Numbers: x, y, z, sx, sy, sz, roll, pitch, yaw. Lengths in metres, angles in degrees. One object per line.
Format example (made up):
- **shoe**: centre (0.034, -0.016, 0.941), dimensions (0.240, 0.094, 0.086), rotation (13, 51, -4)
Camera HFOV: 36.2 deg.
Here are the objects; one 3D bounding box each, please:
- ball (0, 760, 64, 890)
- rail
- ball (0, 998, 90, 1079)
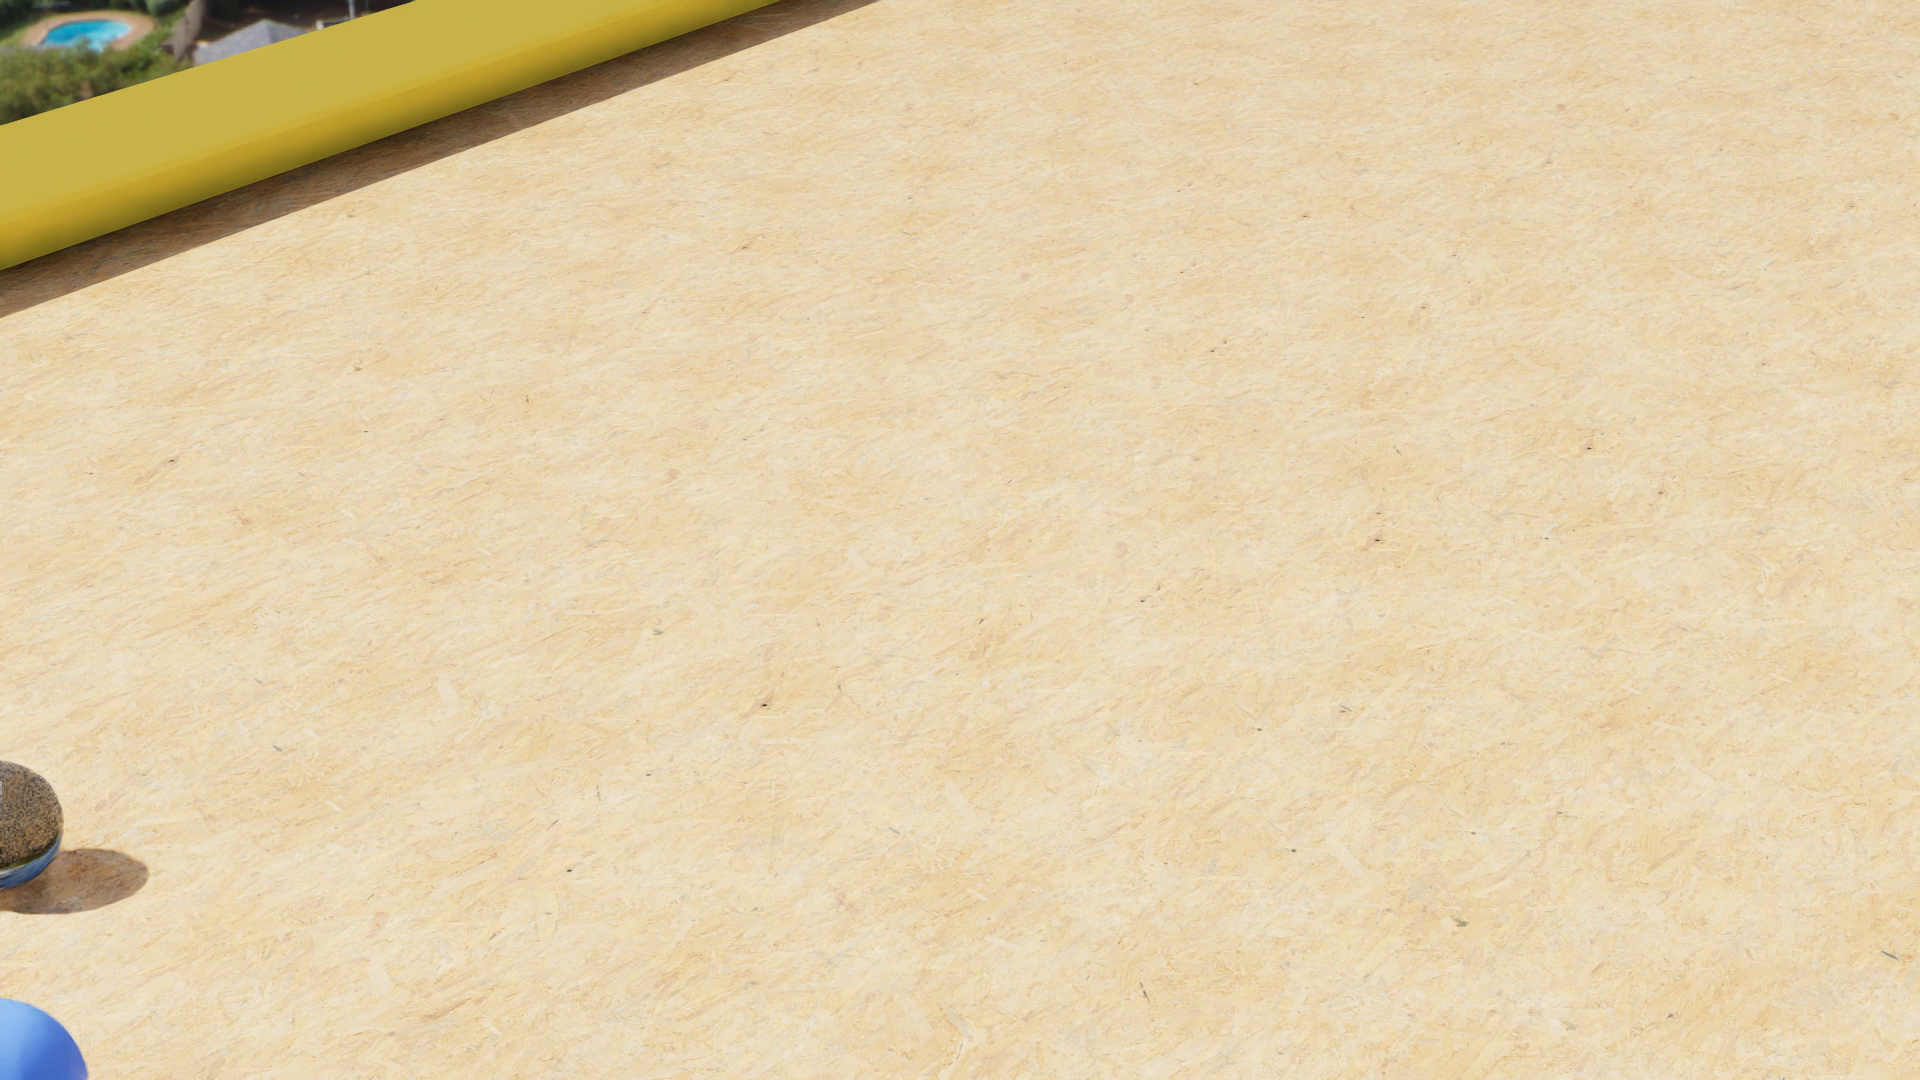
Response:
- **ball**: centre (-0.496, 0.147, 1.513), dimensions (0.067, 0.067, 0.067), rotation (0, 25, 0)
- **rail**: centre (-0.258, -0.570, 2.983), dimensions (0.045, 0.114, 3.677), rotation (16, 30, 31)
- **ball**: centre (-0.425, 0.244, 1.282), dimensions (0.088, 0.088, 0.088), rotation (0, 25, 0)
